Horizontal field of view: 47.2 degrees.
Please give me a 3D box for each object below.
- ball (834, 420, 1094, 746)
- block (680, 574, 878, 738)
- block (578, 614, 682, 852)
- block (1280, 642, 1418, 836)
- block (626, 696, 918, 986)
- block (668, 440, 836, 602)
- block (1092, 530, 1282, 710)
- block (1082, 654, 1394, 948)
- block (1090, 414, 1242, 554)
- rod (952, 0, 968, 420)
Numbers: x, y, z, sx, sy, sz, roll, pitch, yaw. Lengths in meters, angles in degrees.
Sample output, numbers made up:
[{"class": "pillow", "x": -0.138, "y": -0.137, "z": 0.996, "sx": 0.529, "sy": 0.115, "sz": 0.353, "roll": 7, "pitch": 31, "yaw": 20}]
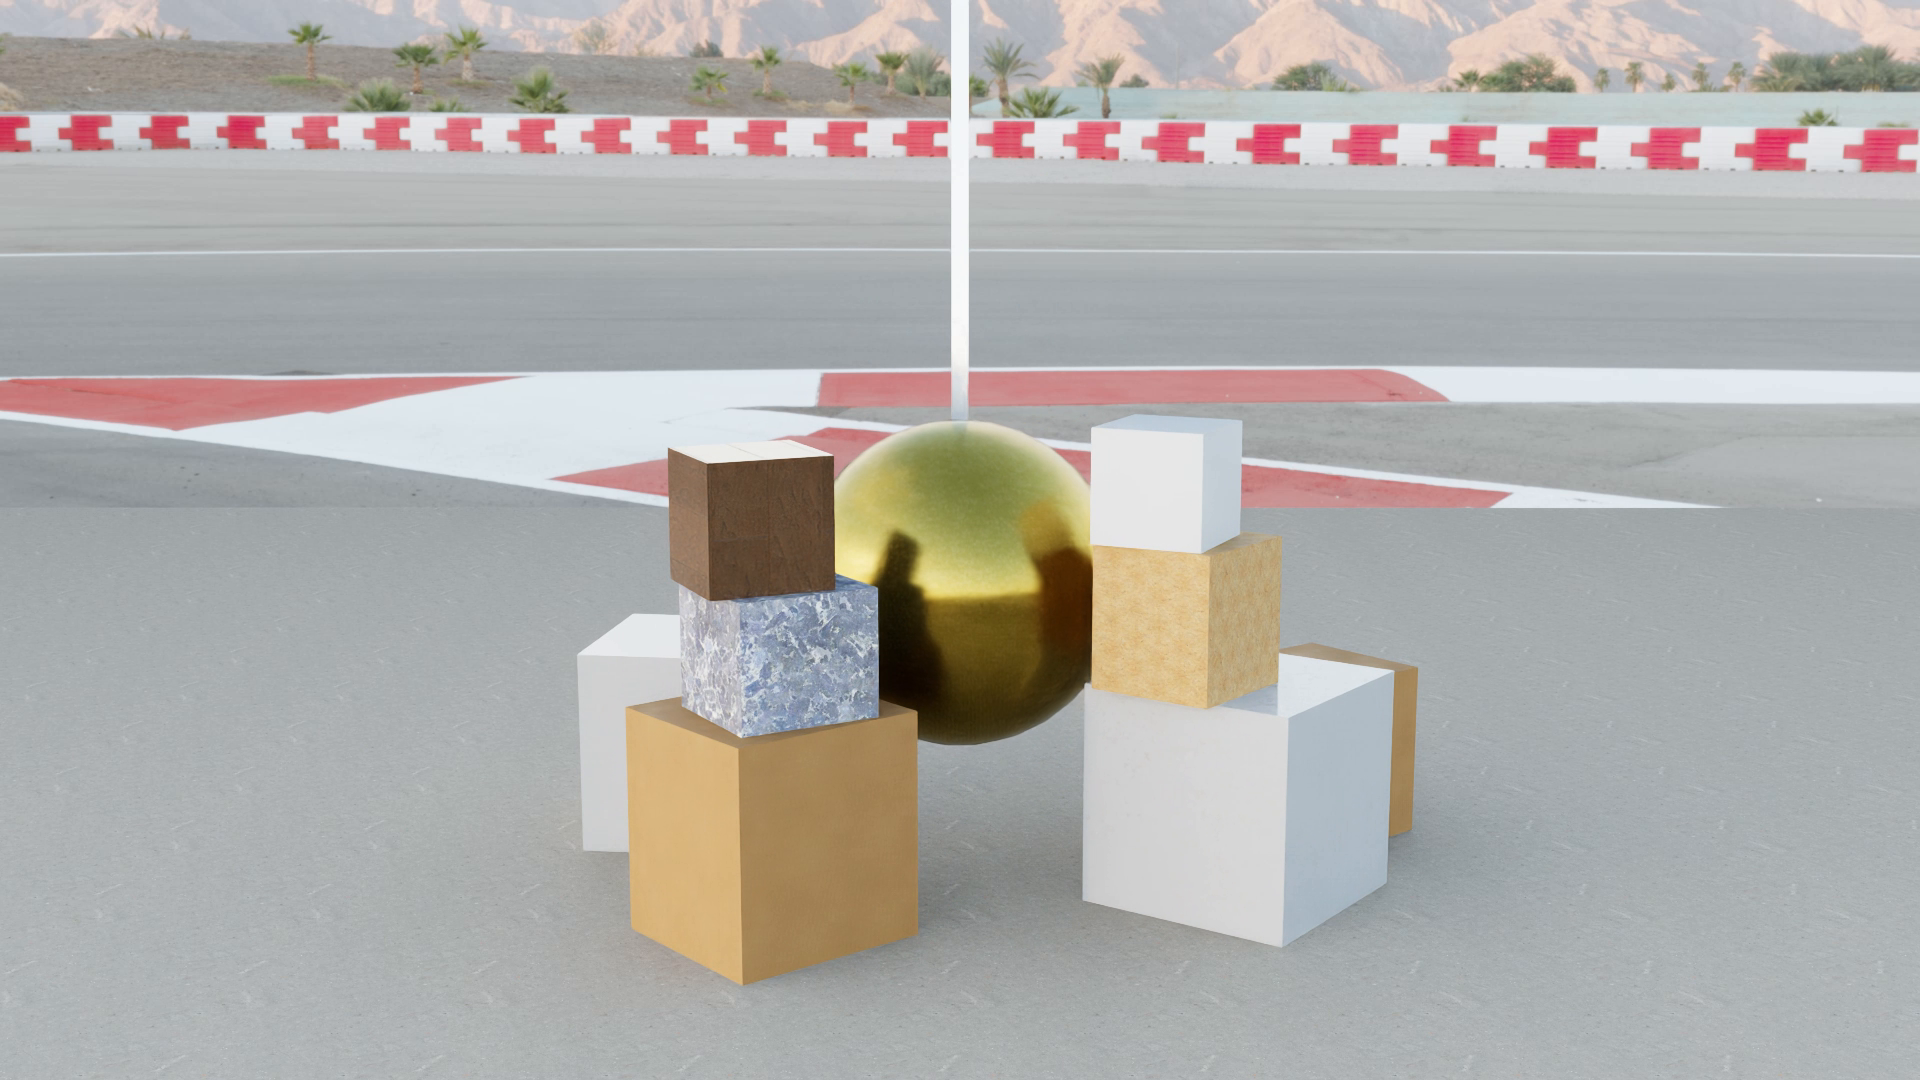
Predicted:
[{"class": "ball", "x": 0.000, "y": 0.207, "z": 10.795, "sx": 1.600, "sy": 1.600, "sz": 1.600, "roll": 0, "pitch": 10, "yaw": 0}, {"class": "block", "x": -0.793, "y": 0.471, "z": 9.607, "sx": 0.657, "sy": 0.574, "sz": 0.615, "roll": -6, "pitch": 12, "yaw": -30}, {"class": "block", "x": -1.381, "y": 0.986, "z": 11.332, "sx": 0.884, "sy": 1.005, "sz": 0.960, "roll": 1, "pitch": 10, "yaw": 8}, {"class": "block", "x": 1.840, "y": 1.059, "z": 11.331, "sx": 0.683, "sy": 0.861, "sz": 0.719, "roll": -8, "pitch": 13, "yaw": -38}, {"class": "block", "x": -0.835, "y": 1.253, "z": 9.793, "sx": 0.947, "sy": 1.031, "sz": 0.887, "roll": -8, "pitch": 13, "yaw": -39}, {"class": "block", "x": -0.902, "y": -0.094, "z": 9.484, "sx": 0.564, "sy": 0.582, "sz": 0.536, "roll": -5, "pitch": 11, "yaw": -25}, {"class": "block", "x": 1.032, "y": 0.329, "z": 10.006, "sx": 0.611, "sy": 0.683, "sz": 0.626, "roll": 8, "pitch": 13, "yaw": 37}, {"class": "block", "x": 1.308, "y": 1.150, "z": 10.319, "sx": 1.048, "sy": 1.045, "sz": 1.060, "roll": 7, "pitch": 13, "yaw": 35}, {"class": "block", "x": 0.930, "y": -0.261, "z": 9.878, "sx": 0.520, "sy": 0.524, "sz": 0.536, "roll": 5, "pitch": 11, "yaw": 25}, {"class": "rod", "x": 0.000, "y": -3.173, "z": 10.420, "sx": 0.080, "sy": 5.200, "sz": 0.080, "roll": 0, "pitch": 6, "yaw": 0}]
